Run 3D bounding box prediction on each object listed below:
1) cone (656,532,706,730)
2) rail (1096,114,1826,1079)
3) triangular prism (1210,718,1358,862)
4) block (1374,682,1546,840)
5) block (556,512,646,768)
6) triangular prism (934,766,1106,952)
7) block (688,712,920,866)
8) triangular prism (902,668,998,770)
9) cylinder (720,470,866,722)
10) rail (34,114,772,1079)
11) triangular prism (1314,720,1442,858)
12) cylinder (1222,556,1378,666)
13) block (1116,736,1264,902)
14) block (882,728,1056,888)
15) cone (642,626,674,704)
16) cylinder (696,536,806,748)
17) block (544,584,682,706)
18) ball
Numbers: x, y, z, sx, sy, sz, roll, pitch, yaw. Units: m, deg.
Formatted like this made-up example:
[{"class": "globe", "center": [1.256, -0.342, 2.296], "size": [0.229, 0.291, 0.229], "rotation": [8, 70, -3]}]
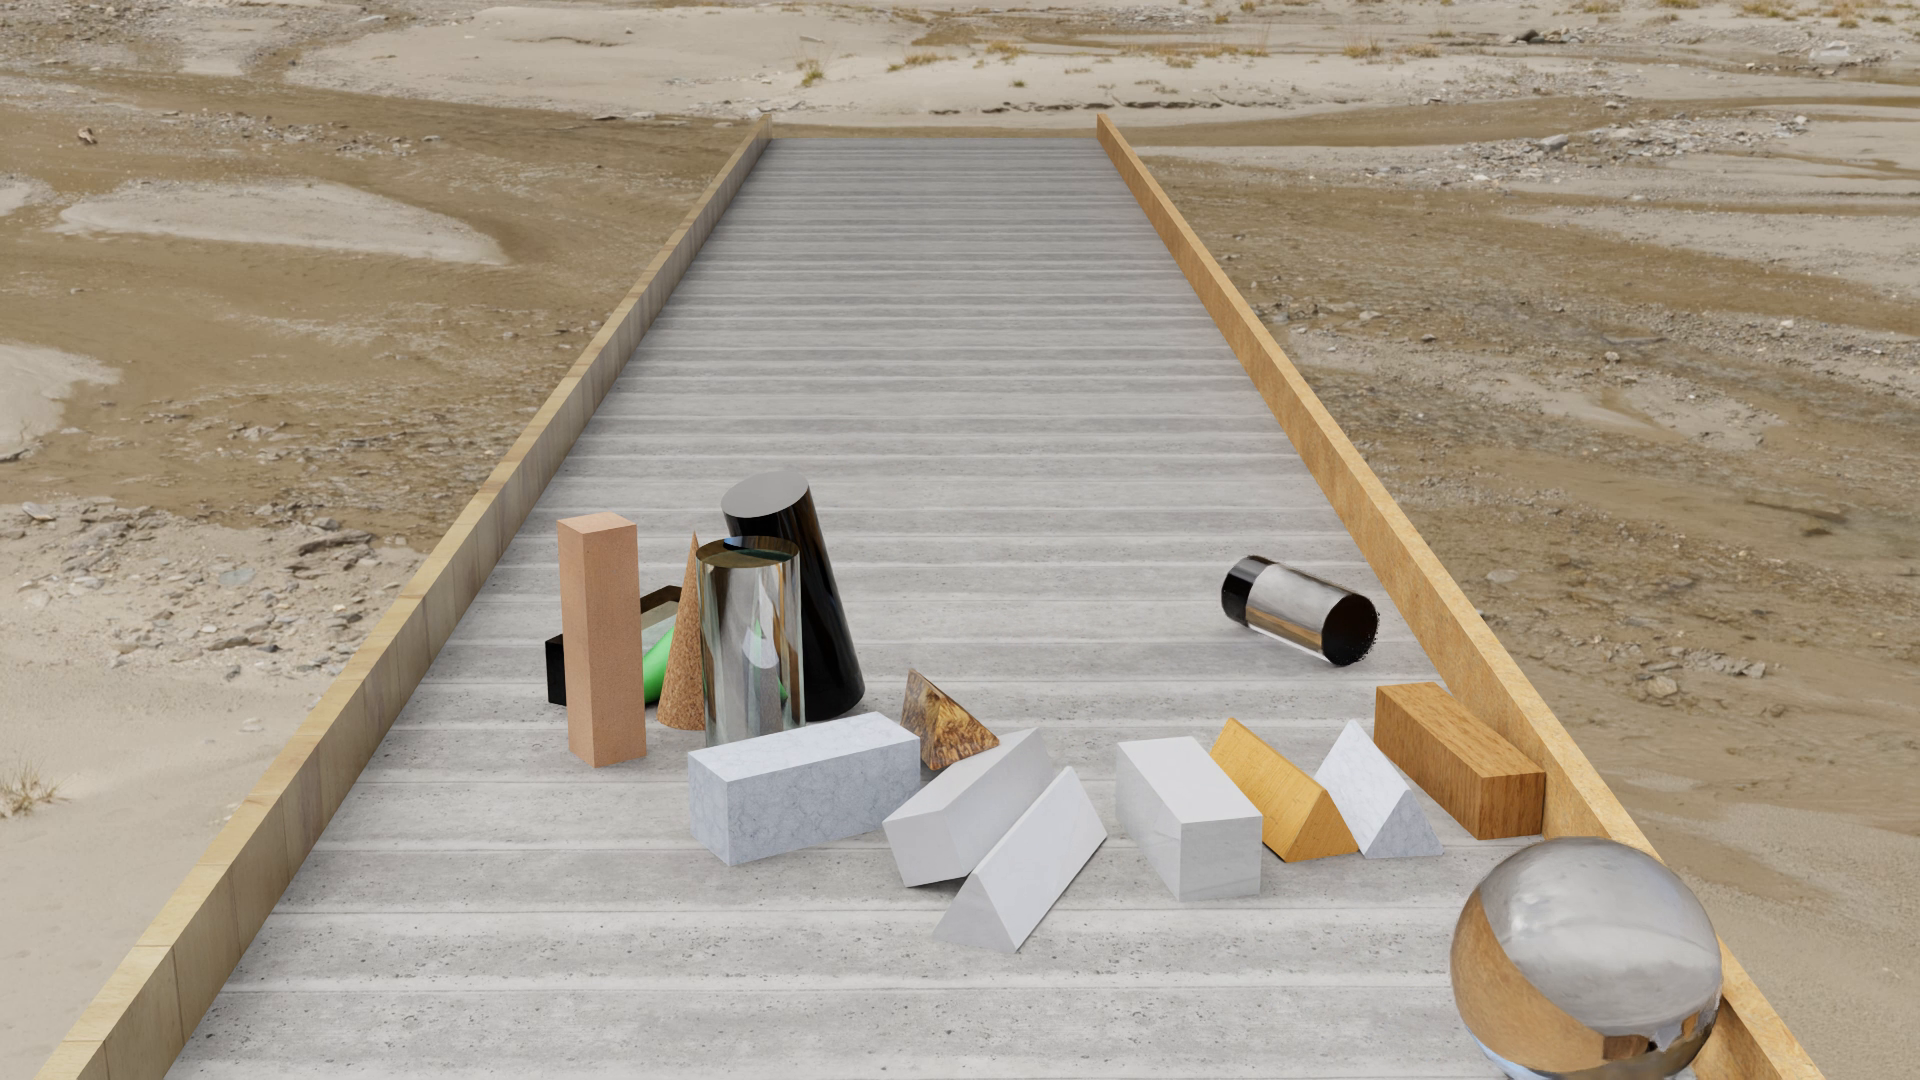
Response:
[{"class": "cone", "center": [-0.486, 0.153, 4.074], "size": [0.166, 0.363, 0.166], "rotation": [0, 17, 0]}, {"class": "rail", "center": [0.932, -0.844, 7.801], "size": [0.050, 0.150, 12.000], "rotation": [0, 17, -1]}, {"class": "triangular prism", "center": [0.523, 0.405, 3.653], "size": [0.132, 0.114, 0.336], "rotation": [-6, 18, -18]}, {"class": "block", "center": [0.850, 0.373, 3.779], "size": [0.110, 0.110, 0.433], "rotation": [-4, 17, -12]}, {"class": "block", "center": [-0.631, 0.176, 3.881], "size": [0.103, 0.431, 0.103], "rotation": [-11, 20, -33]}, {"class": "triangular prism", "center": [0.099, 0.480, 3.401], "size": [0.132, 0.114, 0.434], "rotation": [6, 18, 20]}, {"class": "block", "center": [-0.254, 0.404, 3.614], "size": [0.353, 0.144, 0.144], "rotation": [-10, 19, -30]}, {"class": "triangular prism", "center": [-0.040, 0.296, 3.827], "size": [0.122, 0.106, 0.411], "rotation": [-21, 6, -7]}, {"class": "cylinder", "center": [-0.303, 0.106, 4.038], "size": [0.161, 0.446, 0.161], "rotation": [-10, 30, 6]}, {"class": "rail", "center": [-1.118, -0.838, 7.780], "size": [0.050, 0.150, 12.000], "rotation": [0, 17, -1]}, {"class": "triangular prism", "center": [0.693, 0.406, 3.650], "size": [0.131, 0.114, 0.307], "rotation": [-2, 17, -7]}, {"class": "cylinder", "center": [0.690, 0.142, 4.490], "size": [0.148, 0.148, 0.312], "rotation": [-10, 19, -31]}, {"class": "block", "center": [0.361, 0.441, 3.516], "size": [0.131, 0.131, 0.337], "rotation": [-4, 17, -12]}, {"class": "block", "center": [0.023, 0.426, 3.544], "size": [0.111, 0.111, 0.378], "rotation": [-15, 8, 29]}, {"class": "cone", "center": [-0.591, 0.267, 4.186], "size": [0.164, 0.164, 0.385], "rotation": [14, 34, 39]}, {"class": "cylinder", "center": [-0.364, 0.204, 3.856], "size": [0.178, 0.386, 0.178], "rotation": [-1, 18, 0]}, {"class": "block", "center": [-0.635, 0.209, 4.308], "size": [0.123, 0.123, 0.397], "rotation": [9, 19, 27]}, {"class": "ball", "center": [0.795, 0.547, 2.801], "size": [0.335, 0.335, 0.335], "rotation": [0, 17, 0]}]
